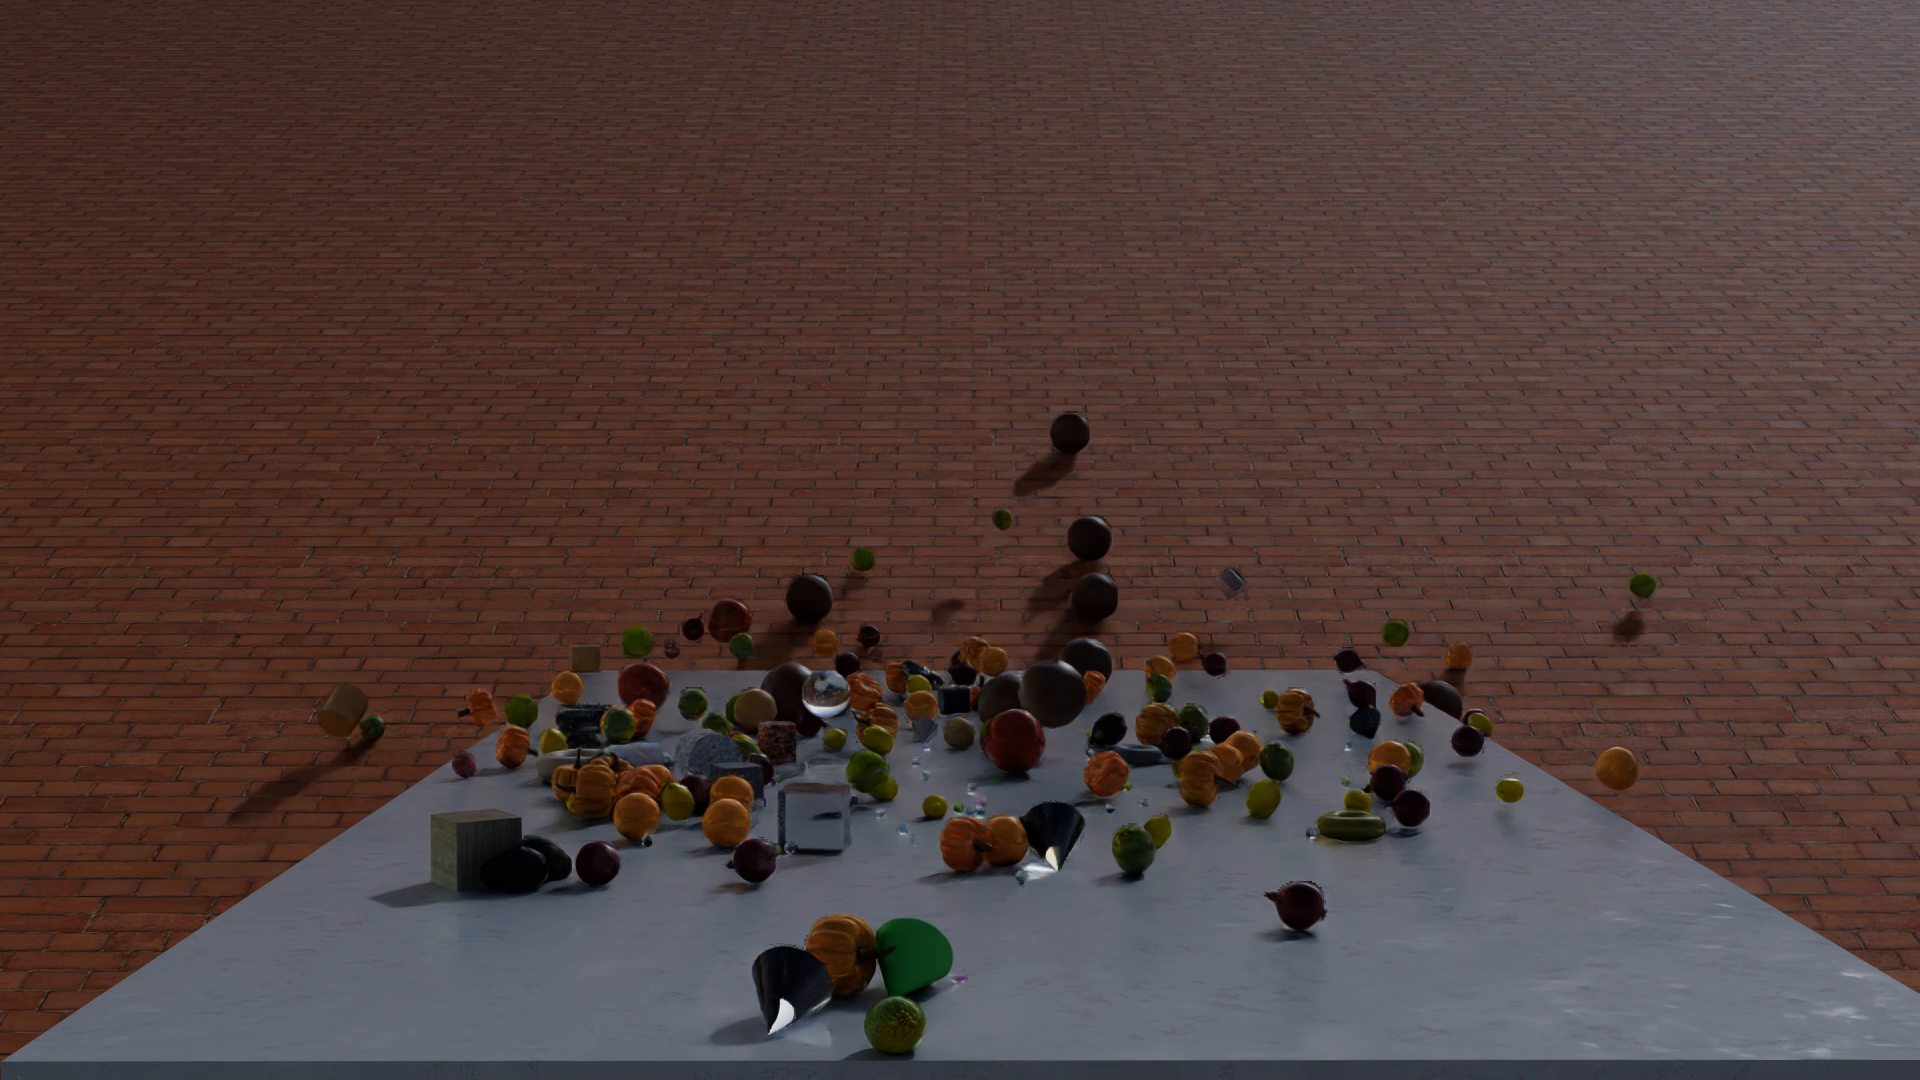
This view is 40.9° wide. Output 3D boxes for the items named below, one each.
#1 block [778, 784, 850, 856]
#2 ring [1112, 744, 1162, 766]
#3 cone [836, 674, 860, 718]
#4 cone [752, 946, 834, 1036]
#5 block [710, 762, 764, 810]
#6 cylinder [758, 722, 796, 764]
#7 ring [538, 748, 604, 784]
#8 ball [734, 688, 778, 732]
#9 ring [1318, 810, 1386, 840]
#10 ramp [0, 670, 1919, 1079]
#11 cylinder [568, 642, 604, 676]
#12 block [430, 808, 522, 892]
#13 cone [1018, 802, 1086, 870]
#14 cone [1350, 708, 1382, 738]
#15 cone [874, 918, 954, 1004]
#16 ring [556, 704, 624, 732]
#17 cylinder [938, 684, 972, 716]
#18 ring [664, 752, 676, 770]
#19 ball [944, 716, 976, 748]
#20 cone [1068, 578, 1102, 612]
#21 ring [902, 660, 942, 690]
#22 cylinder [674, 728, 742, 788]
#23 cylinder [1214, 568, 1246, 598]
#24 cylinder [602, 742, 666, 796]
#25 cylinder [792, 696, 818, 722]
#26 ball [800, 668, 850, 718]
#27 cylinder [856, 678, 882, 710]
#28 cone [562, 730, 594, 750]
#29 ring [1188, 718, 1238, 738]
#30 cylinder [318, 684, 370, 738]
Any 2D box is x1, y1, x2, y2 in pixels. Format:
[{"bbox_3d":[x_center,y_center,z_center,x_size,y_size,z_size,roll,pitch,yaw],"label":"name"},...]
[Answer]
[{"bbox_3d":[-0.213,0.410,3.780,0.092,0.092,0.092,0,3,6],"label":"block"},{"bbox_3d":[0.327,0.397,4.747,0.092,0.031,0.092,-1,2,0],"label":"ring"},{"bbox_3d":[-0.263,0.354,5.520,0.098,0.098,0.098,-1,29,-3],"label":"cone"},{"bbox_3d":[-0.187,0.487,2.677,0.090,0.090,0.090,5,30,12],"label":"cone"},{"bbox_3d":[-0.366,0.403,4.216,0.067,0.067,0.067,-1,3,-27],"label":"block"},{"bbox_3d":[-0.340,0.375,4.771,0.071,0.071,0.071,0,3,0],"label":"cylinder"},{"bbox_3d":[-0.670,0.399,4.527,0.146,0.049,0.146,0,4,0],"label":"ring"},{"bbox_3d":[-0.415,0.346,5.221,0.089,0.089,0.089,0,23,0],"label":"ball"},{"bbox_3d":[0.594,0.433,3.904,0.103,0.034,0.103,-1,3,0],"label":"ring"},{"bbox_3d":[0.052,0.471,4.535,2.000,0.100,4.000,0,3,0],"label":"ramp"},{"bbox_3d":[-0.933,0.297,6.426,0.071,0.071,0.071,-16,25,-8],"label":"cylinder"},{"bbox_3d":[-0.660,0.422,3.508,0.093,0.093,0.093,-2,3,-33],"label":"block"},{"bbox_3d":[0.135,0.440,3.649,0.098,0.098,0.098,-1,29,-3],"label":"cone"},{"bbox_3d":[0.816,0.379,5.134,0.065,0.065,0.065,-2,29,-4],"label":"cone"},{"bbox_3d":[-0.063,0.479,2.821,0.092,0.092,0.092,5,30,13],"label":"cone"},{"bbox_3d":[-0.759,0.365,5.275,0.139,0.046,0.139,-1,1,0],"label":"ring"},{"bbox_3d":[-0.013,0.342,5.511,0.059,0.059,0.059,-12,25,-13],"label":"cylinder"},{"bbox_3d":[-0.557,0.401,4.674,0.085,0.028,0.085,1,2,0],"label":"ring"},{"bbox_3d":[-0.001,0.372,4.956,0.061,0.061,0.061,0,23,0],"label":"ball"},{"bbox_3d":[0.364,0.169,7.109,0.091,0.091,0.091,-22,58,-42],"label":"cone"},{"bbox_3d":[-0.087,0.309,5.889,0.105,0.035,0.105,29,1,-1],"label":"ring"},{"bbox_3d":[-0.438,0.378,4.470,0.094,0.094,0.094,-9,5,-20],"label":"cylinder"},{"bbox_3d":[0.742,0.120,7.060,0.060,0.060,0.060,48,41,14],"label":"cylinder"},{"bbox_3d":[-0.553,0.387,4.360,0.085,0.085,0.085,-1,21,-25],"label":"cylinder"},{"bbox_3d":[-0.317,0.352,5.435,0.057,0.057,0.057,7,5,17],"label":"cylinder"},{"bbox_3d":[-0.247,0.283,4.733,0.091,0.091,0.091,0,23,0],"label":"ball"},{"bbox_3d":[-0.203,0.339,5.651,0.063,0.063,0.063,0,3,0],"label":"cylinder"},{"bbox_3d":[-0.701,0.397,4.783,0.061,0.061,0.061,-10,55,-23],"label":"cone"},{"bbox_3d":[0.506,0.378,5.144,0.097,0.032,0.097,-1,4,0],"label":"ring"},{"bbox_3d":[-1.516,0.420,6.326,0.092,0.092,0.092,7,42,16],"label":"cylinder"}]
